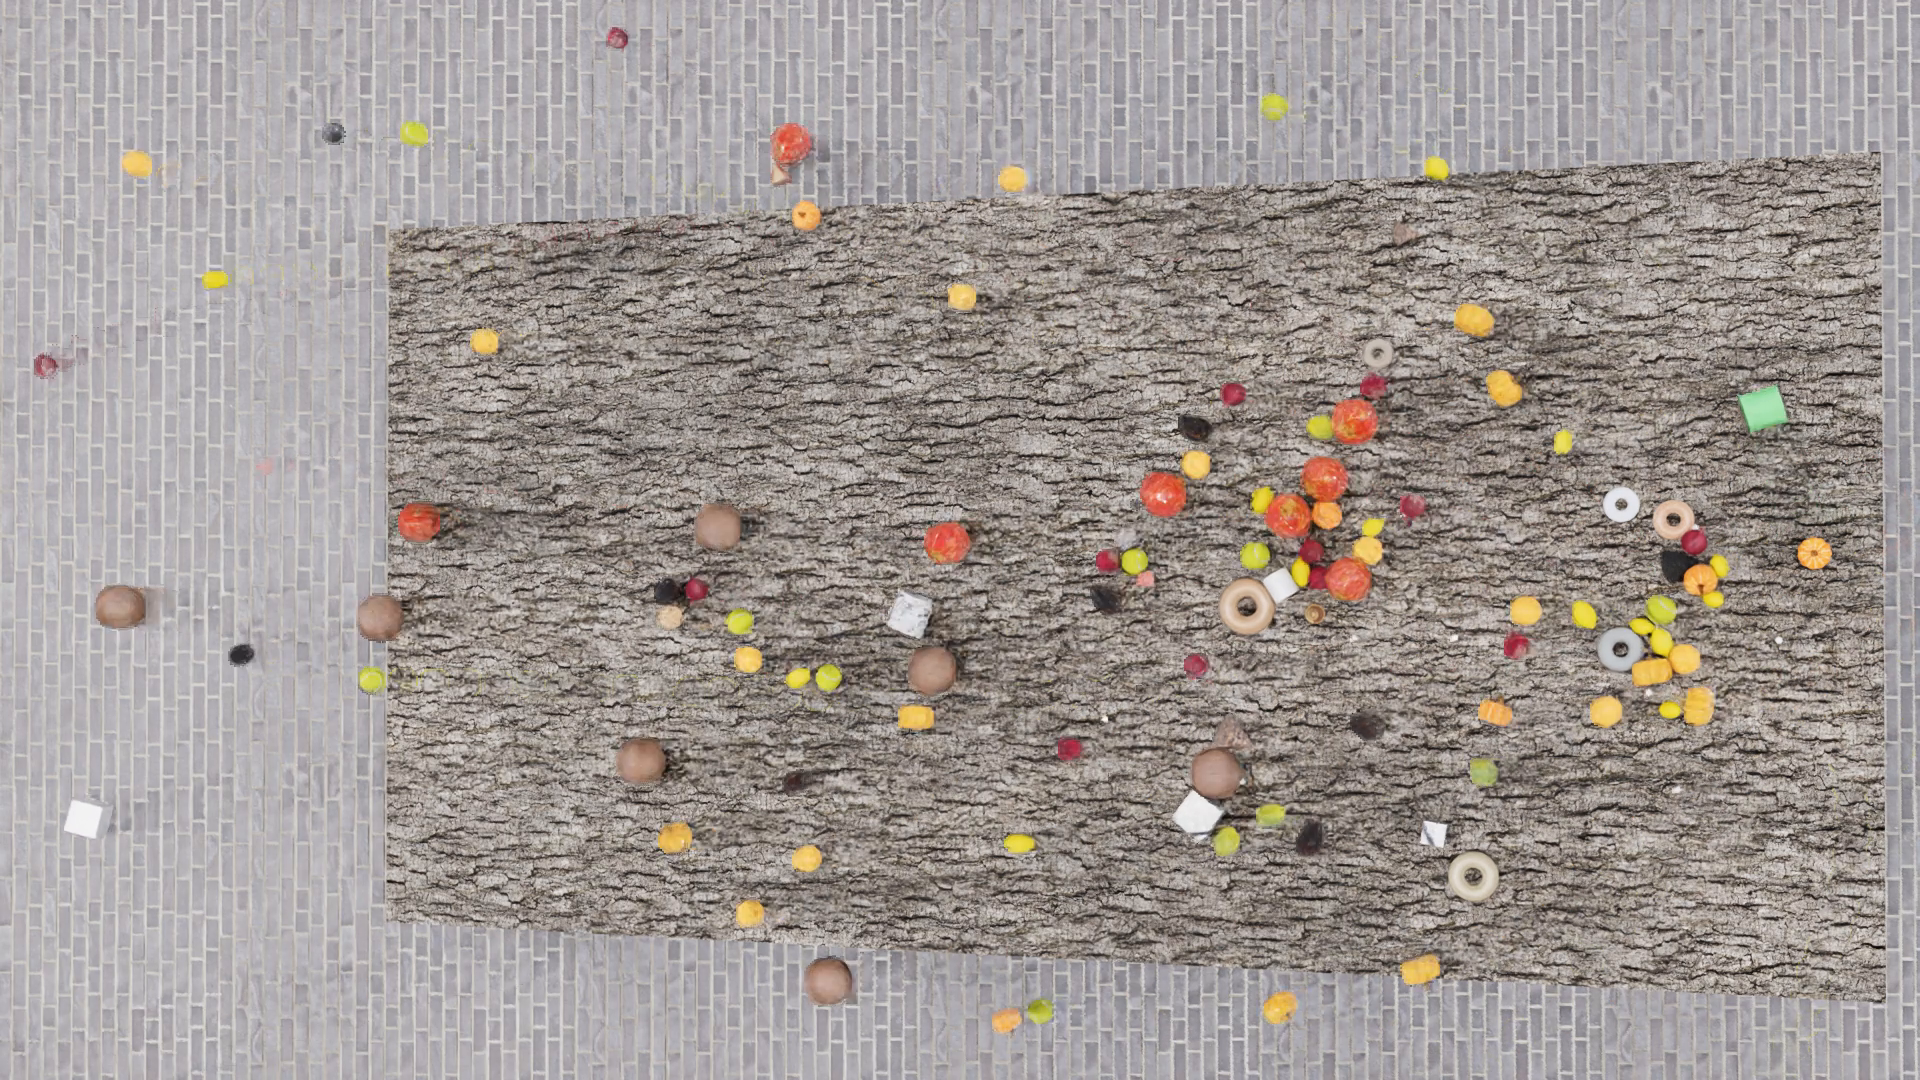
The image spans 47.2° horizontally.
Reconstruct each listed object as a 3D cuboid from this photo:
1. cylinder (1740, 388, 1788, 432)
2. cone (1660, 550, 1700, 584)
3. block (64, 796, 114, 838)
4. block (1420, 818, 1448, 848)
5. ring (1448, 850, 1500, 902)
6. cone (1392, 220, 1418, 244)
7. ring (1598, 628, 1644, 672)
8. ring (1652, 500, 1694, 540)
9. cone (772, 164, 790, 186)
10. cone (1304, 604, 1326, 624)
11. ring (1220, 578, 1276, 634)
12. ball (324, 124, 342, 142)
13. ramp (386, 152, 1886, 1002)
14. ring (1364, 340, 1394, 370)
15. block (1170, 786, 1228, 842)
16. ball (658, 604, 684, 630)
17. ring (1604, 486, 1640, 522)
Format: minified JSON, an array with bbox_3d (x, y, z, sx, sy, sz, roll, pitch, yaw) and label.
[{"bbox_3d":[1.902,-0.308,5.209,0.086,0.086,0.086,-17,89,16],"label":"cylinder"},{"bbox_3d":[1.742,0.056,5.279,0.083,0.083,0.083,-11,89,-10],"label":"cone"},{"bbox_3d":[-2.529,0.806,6.388,0.090,0.090,0.090,15,89,0],"label":"block"},{"bbox_3d":[1.172,0.724,5.435,0.056,0.056,0.056,9,92,17],"label":"block"},{"bbox_3d":[1.264,0.827,5.414,0.123,0.041,0.123,-1,88,18],"label":"ring"},{"bbox_3d":[1.121,-0.764,5.488,0.058,0.058,0.058,6,89,-21],"label":"cone"},{"bbox_3d":[1.598,0.265,5.321,0.109,0.036,0.109,0,89,19],"label":"ring"},{"bbox_3d":[1.717,-0.049,5.291,0.097,0.032,0.097,0,90,16],"label":"ring"},{"bbox_3d":[-0.533,-1.073,6.429,0.060,0.060,0.060,-19,90,0],"label":"cone"},{"bbox_3d":[0.889,0.186,5.533,0.052,0.052,0.052,0,89,17],"label":"cone"},{"bbox_3d":[0.729,0.169,5.585,0.144,0.048,0.144,-1,88,17],"label":"ring"},{"bbox_3d":[-1.833,-1.189,6.435,0.053,0.053,0.053,0,89,0],"label":"ball"},{"bbox_3d":[0.274,0.094,5.804,4.000,0.100,2.000,0,89,17],"label":"ramp"},{"bbox_3d":[1.049,-0.465,5.507,0.075,0.025,0.075,0,90,17],"label":"ring"},{"bbox_3d":[0.610,0.696,5.590,0.095,0.095,0.095,37,100,14],"label":"block"},{"bbox_3d":[-0.794,0.211,6.041,0.067,0.067,0.067,0,89,0],"label":"ball"},{"bbox_3d":[1.603,-0.086,5.329,0.086,0.029,0.086,0,90,18],"label":"ring"}]
